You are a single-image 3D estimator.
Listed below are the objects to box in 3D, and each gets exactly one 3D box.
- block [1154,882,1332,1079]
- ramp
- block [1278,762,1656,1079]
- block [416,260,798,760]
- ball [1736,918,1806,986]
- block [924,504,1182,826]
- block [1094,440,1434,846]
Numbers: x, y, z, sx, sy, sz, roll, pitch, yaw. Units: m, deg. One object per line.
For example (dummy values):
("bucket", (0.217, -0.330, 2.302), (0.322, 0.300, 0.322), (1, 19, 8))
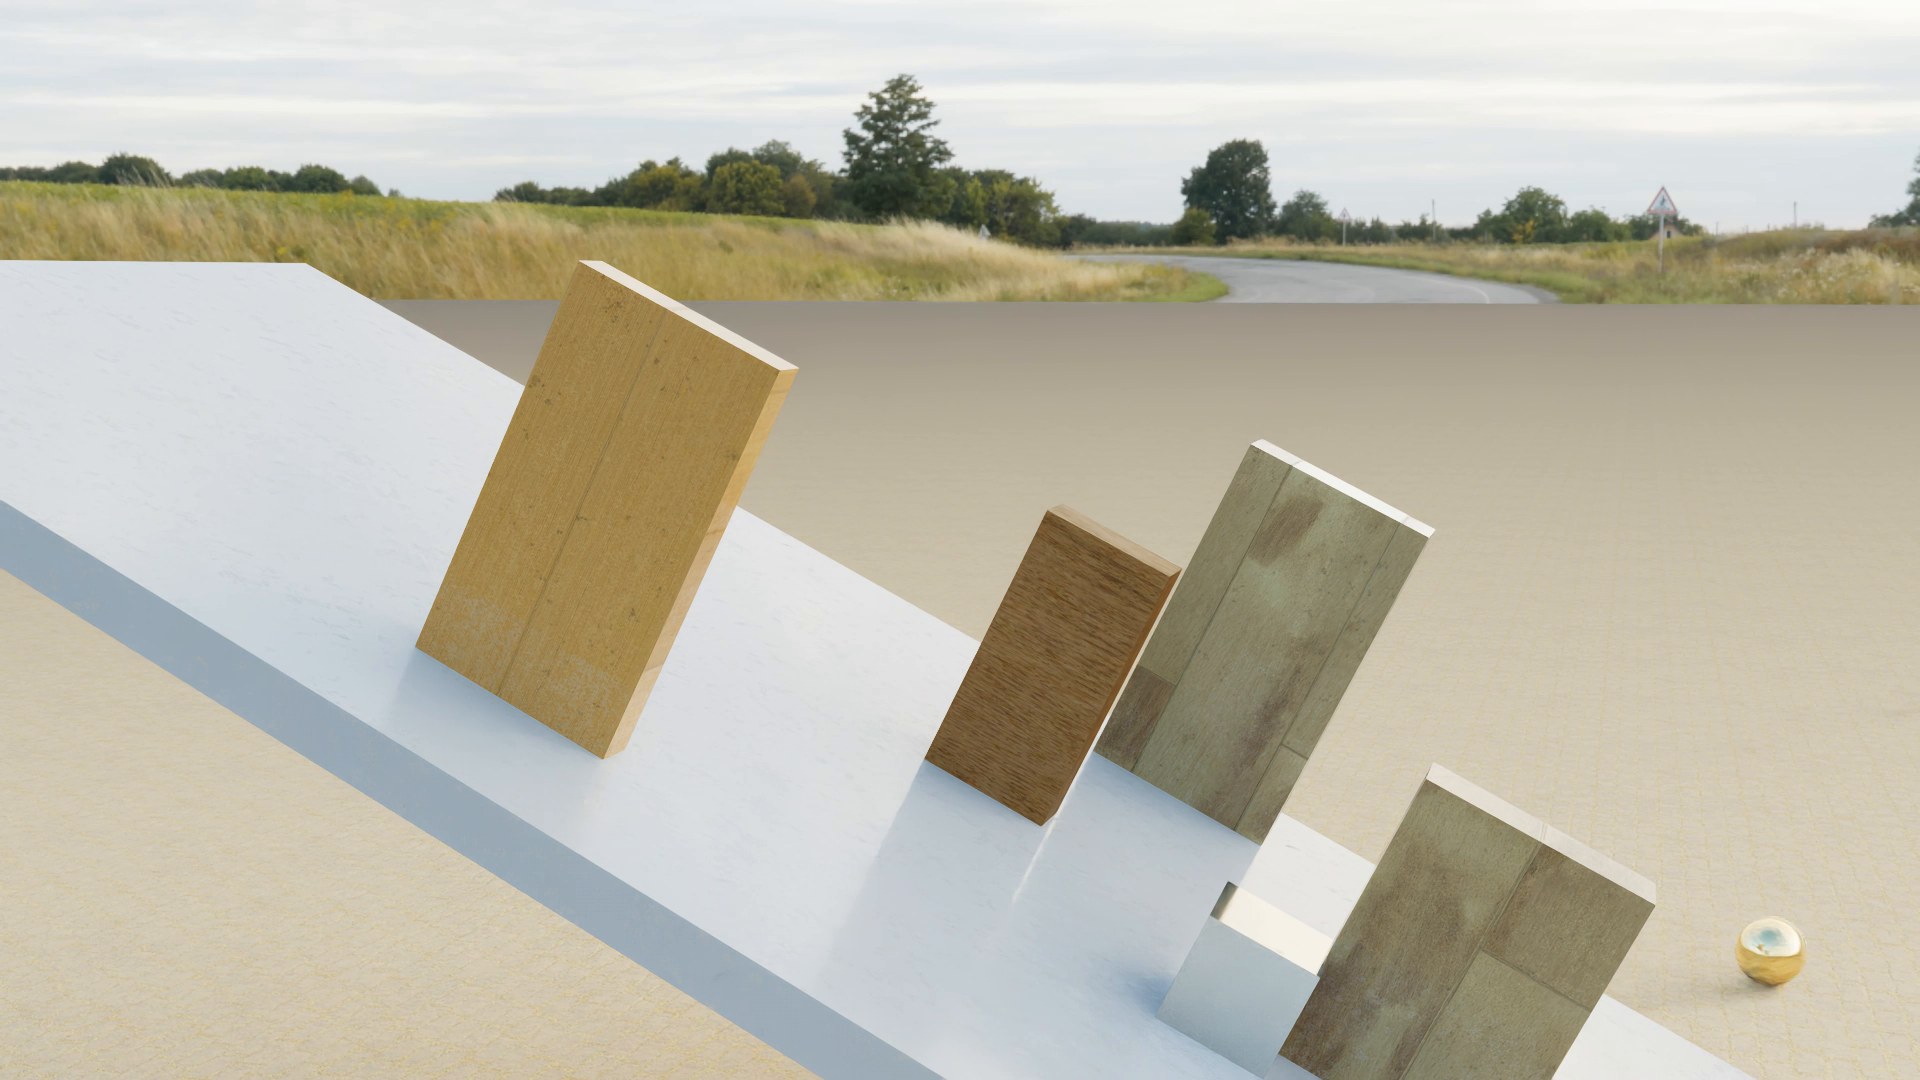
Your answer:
("block", (0.473, 0.726, 3.645), (0.200, 0.200, 0.200), (28, 14, 10))
("ramp", (-0.244, 0.410, 4.159), (4.000, 0.100, 2.000), (29, 14, 12))
("block", (0.831, 0.709, 3.638), (0.403, 0.538, 0.131), (29, 14, 12))
("block", (-0.577, -0.047, 3.545), (0.378, 0.705, 0.081), (29, 14, 12))
("ball", (2.114, 1.075, 5.738), (0.173, 0.173, 0.173), (0, 7, 0))
("block", (0.175, 0.237, 4.187), (0.261, 0.545, 0.118), (29, 14, 12))
("block", (0.641, 0.216, 4.674), (0.410, 0.747, 0.147), (29, 14, 12))
